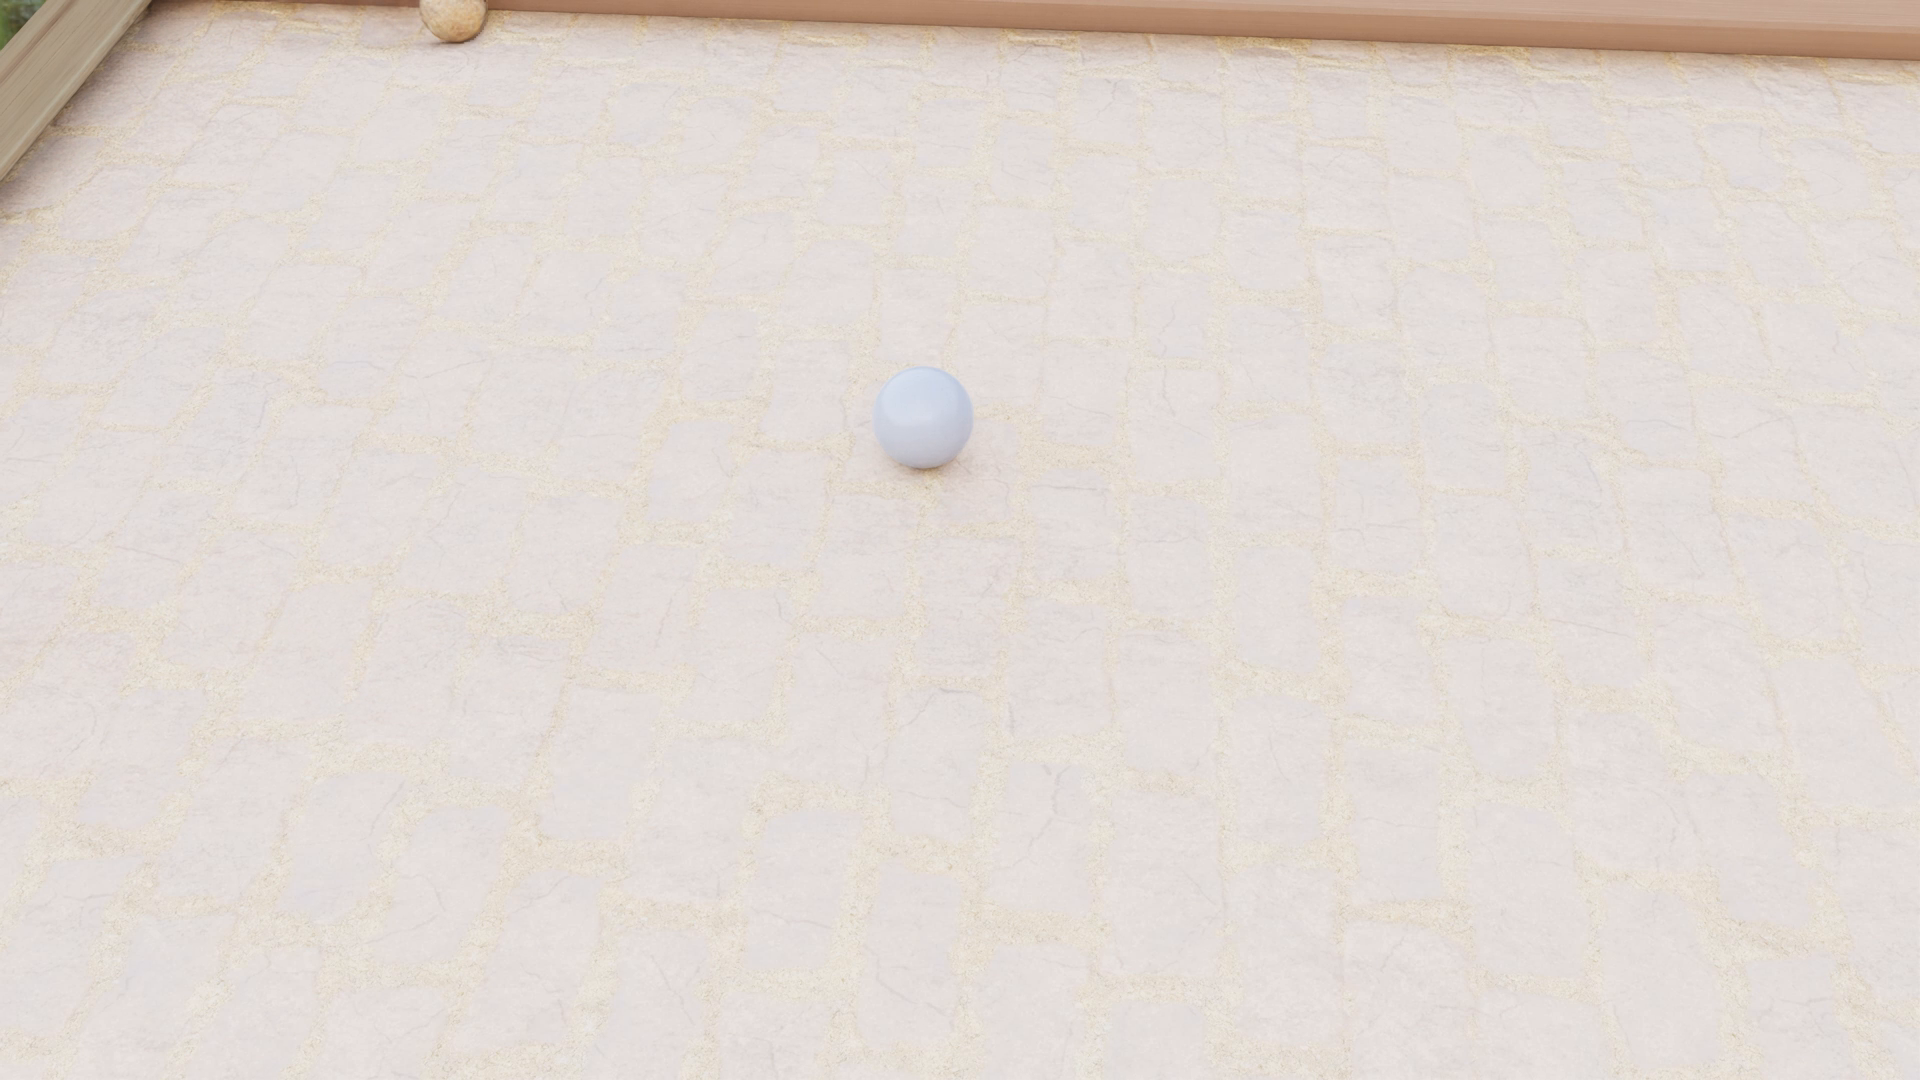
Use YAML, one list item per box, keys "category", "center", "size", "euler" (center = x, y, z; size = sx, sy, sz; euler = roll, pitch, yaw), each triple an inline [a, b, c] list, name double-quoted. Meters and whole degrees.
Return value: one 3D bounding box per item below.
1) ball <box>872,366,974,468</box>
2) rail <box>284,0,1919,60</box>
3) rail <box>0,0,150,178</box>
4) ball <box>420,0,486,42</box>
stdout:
- category: "ball"
  center: [-0.027, -0.090, 1.878]
  size: [0.075, 0.075, 0.075]
  euler: [0, 36, 0]
- category: "rail"
  center: [0.966, -0.486, 2.412]
  size: [3.576, 0.098, 0.045]
  euler: [3, 36, 4]
- category: "rail"
  center: [-0.867, -0.057, 1.811]
  size: [0.045, 0.098, 1.831]
  euler: [3, 36, 4]
- category: "ball"
  center: [-0.491, -0.514, 2.483]
  size: [0.063, 0.063, 0.063]
  euler: [0, 36, 0]
